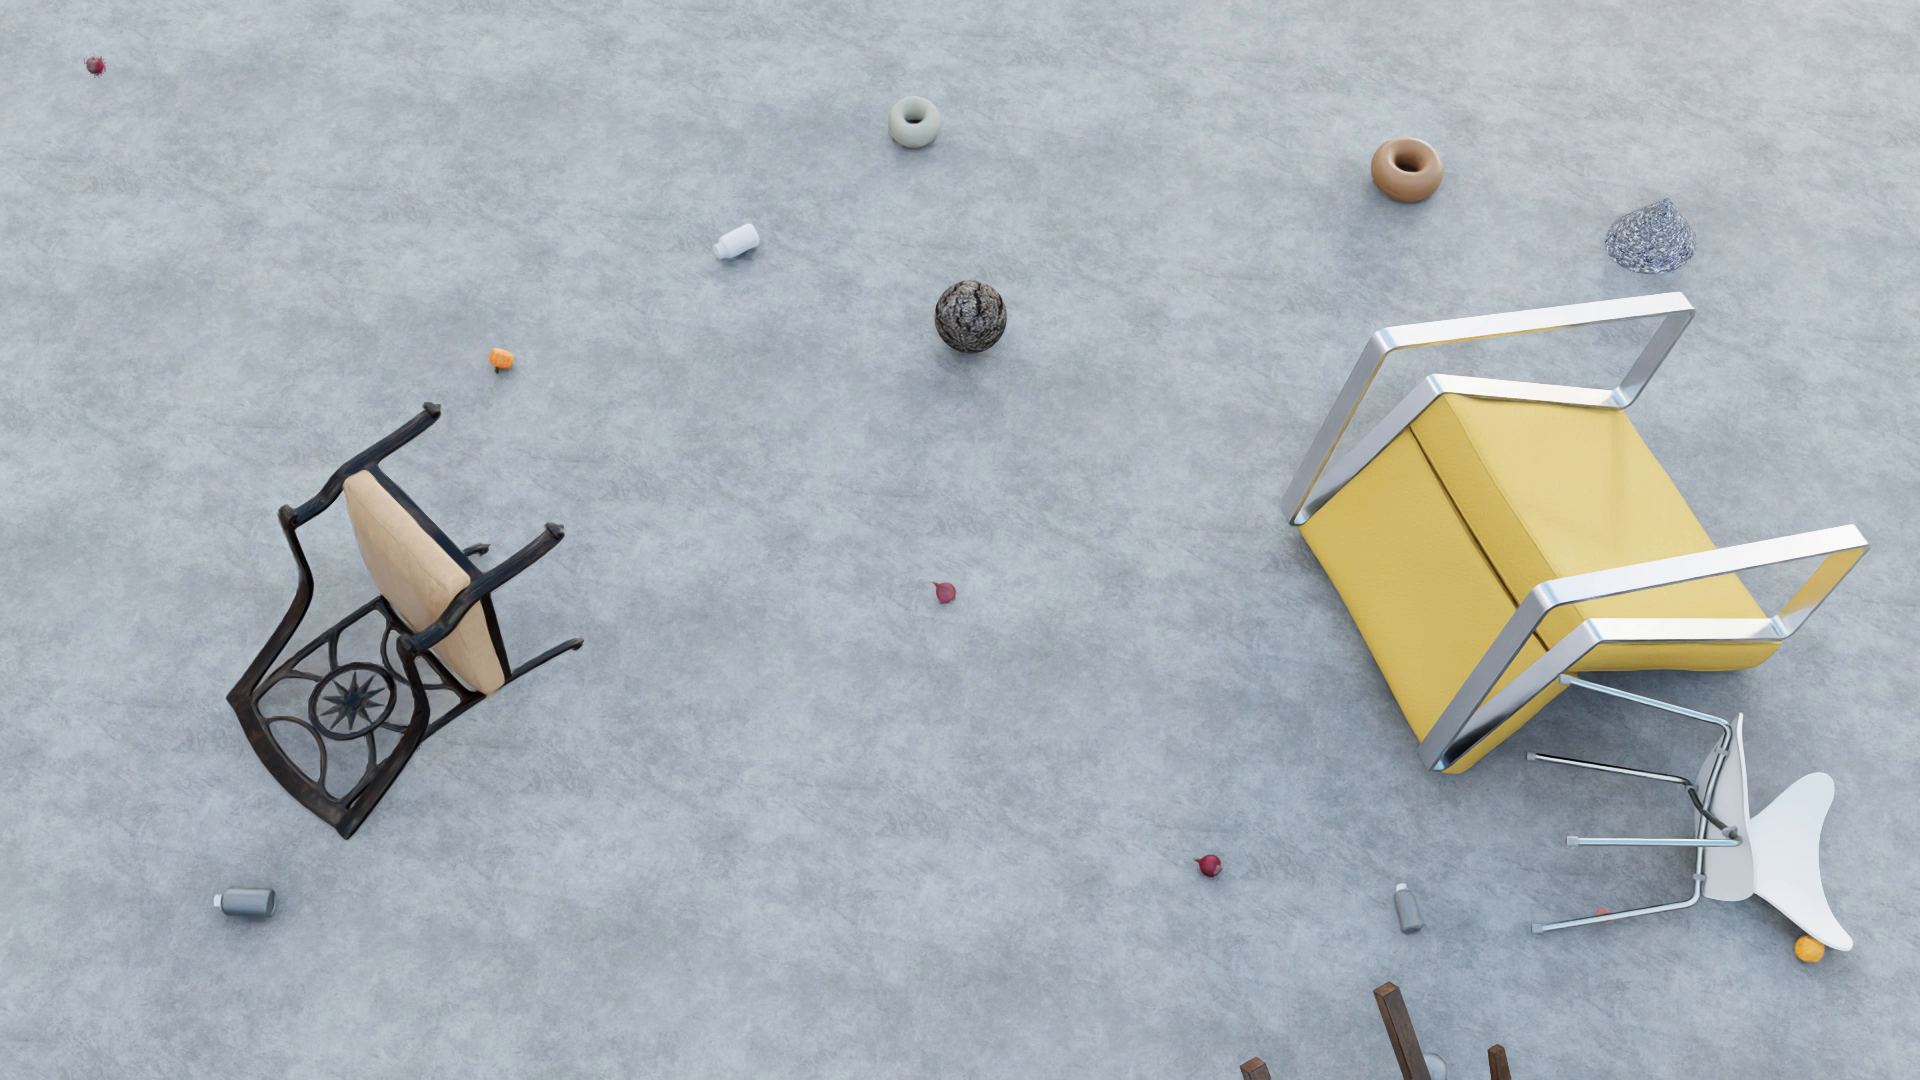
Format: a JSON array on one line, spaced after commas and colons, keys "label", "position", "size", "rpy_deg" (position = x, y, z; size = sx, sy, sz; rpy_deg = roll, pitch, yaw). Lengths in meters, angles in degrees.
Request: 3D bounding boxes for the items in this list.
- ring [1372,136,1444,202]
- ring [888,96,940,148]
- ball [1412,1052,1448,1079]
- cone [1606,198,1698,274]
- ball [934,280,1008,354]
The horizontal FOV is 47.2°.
[{"label": "ring", "position": [1.491, -1.236, 7.333], "size": [0.242, 0.118, 0.231], "rpy_deg": [30, 63, 17]}, {"label": "ring", "position": [-0.156, -1.420, 7.471], "size": [0.180, 0.096, 0.191], "rpy_deg": [-6, 58, -2]}, {"label": "ball", "position": [1.199, 1.353, 5.613], "size": [0.089, 0.089, 0.089], "rpy_deg": [0, 56, 0]}, {"label": "cone", "position": [2.273, -1.041, 7.144], "size": [0.319, 0.213, 0.268], "rpy_deg": [-26, 60, -16]}, {"label": "ball", "position": [0.034, -0.701, 6.906], "size": [0.230, 0.230, 0.230], "rpy_deg": [0, 56, 0]}]
